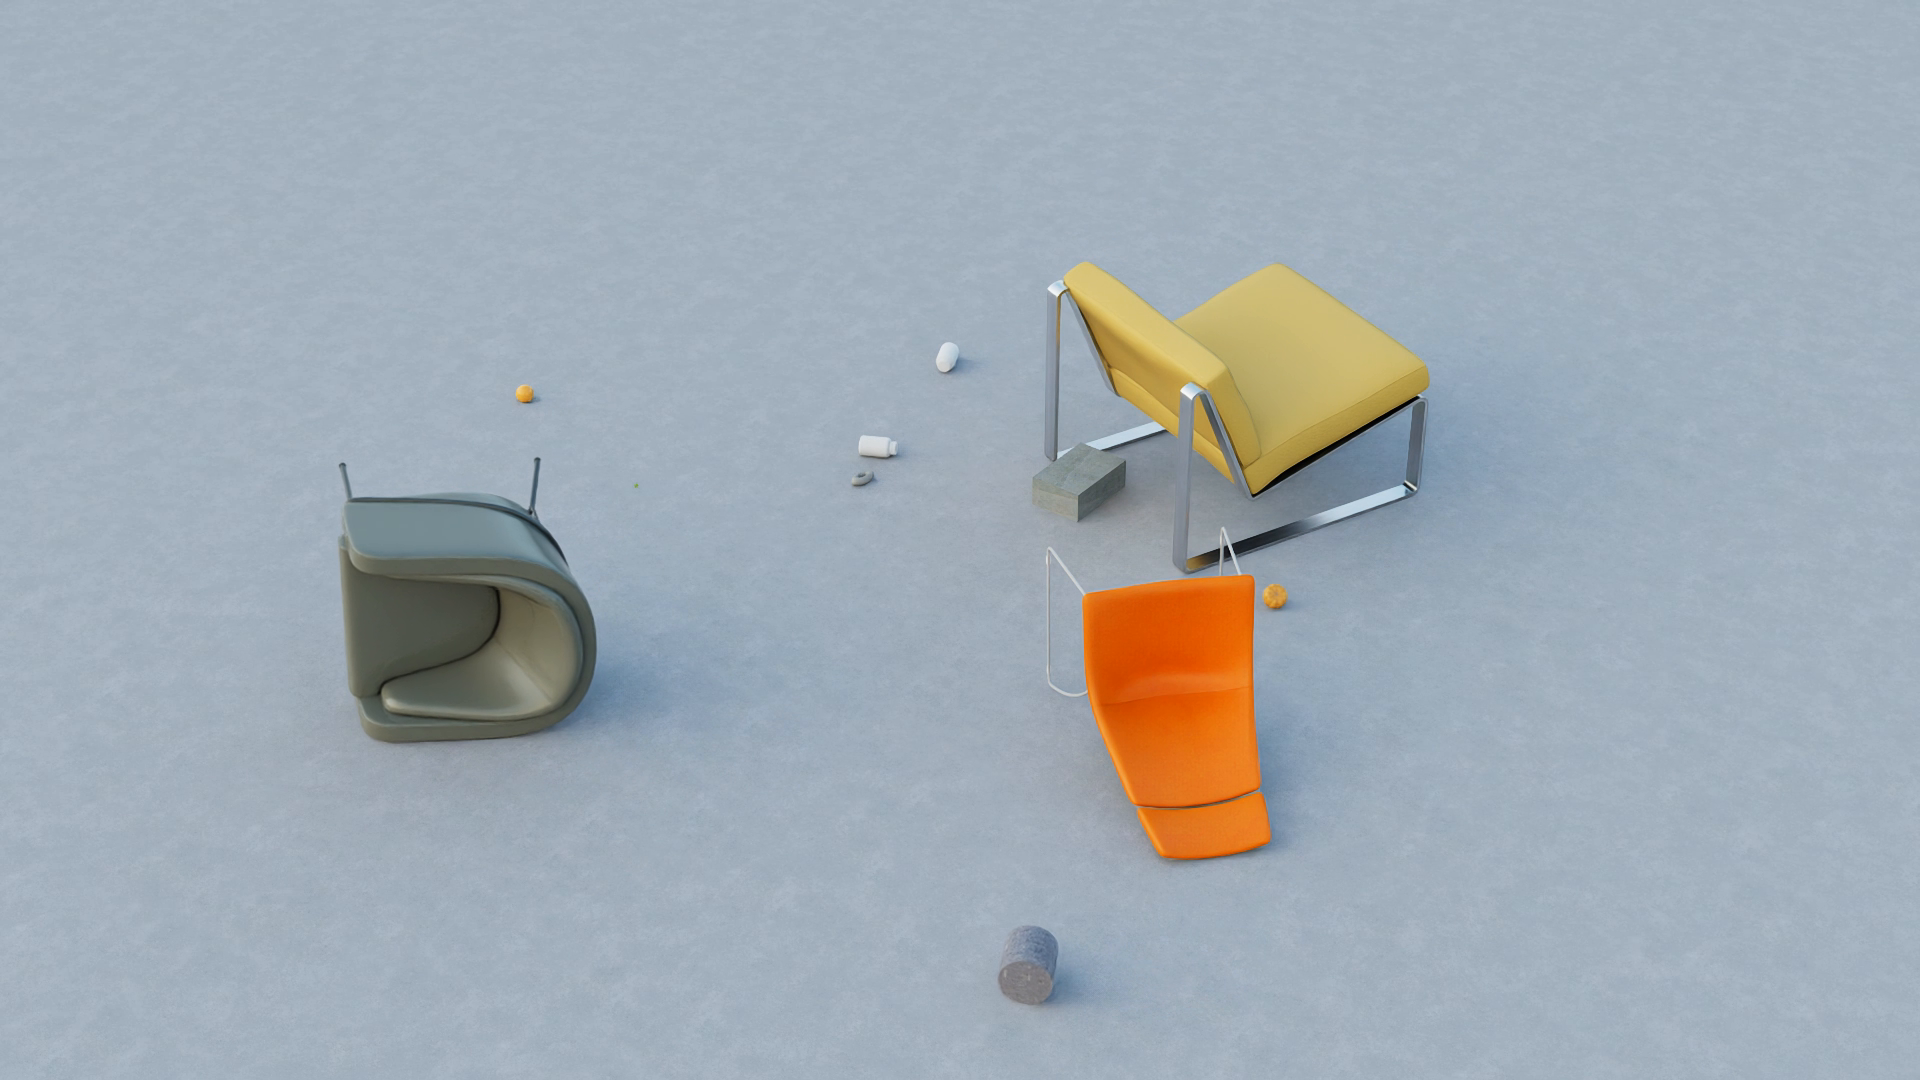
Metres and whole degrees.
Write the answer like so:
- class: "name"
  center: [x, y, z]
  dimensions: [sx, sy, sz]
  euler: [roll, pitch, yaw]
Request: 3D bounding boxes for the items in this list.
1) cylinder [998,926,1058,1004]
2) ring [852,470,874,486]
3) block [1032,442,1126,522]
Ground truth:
- class: "cylinder"
  center: [0.208, 1.281, 8.845]
  dimensions: [0.162, 0.171, 0.164]
  euler: [4, 34, 7]
- class: "ring"
  center: [-0.374, -0.239, 11.277]
  dimensions: [0.057, 0.034, 0.107]
  euler: [27, 41, 37]
- class: "block"
  center: [0.454, -0.221, 11.170]
  dimensions: [0.212, 0.121, 0.315]
  euler: [23, 40, 30]
